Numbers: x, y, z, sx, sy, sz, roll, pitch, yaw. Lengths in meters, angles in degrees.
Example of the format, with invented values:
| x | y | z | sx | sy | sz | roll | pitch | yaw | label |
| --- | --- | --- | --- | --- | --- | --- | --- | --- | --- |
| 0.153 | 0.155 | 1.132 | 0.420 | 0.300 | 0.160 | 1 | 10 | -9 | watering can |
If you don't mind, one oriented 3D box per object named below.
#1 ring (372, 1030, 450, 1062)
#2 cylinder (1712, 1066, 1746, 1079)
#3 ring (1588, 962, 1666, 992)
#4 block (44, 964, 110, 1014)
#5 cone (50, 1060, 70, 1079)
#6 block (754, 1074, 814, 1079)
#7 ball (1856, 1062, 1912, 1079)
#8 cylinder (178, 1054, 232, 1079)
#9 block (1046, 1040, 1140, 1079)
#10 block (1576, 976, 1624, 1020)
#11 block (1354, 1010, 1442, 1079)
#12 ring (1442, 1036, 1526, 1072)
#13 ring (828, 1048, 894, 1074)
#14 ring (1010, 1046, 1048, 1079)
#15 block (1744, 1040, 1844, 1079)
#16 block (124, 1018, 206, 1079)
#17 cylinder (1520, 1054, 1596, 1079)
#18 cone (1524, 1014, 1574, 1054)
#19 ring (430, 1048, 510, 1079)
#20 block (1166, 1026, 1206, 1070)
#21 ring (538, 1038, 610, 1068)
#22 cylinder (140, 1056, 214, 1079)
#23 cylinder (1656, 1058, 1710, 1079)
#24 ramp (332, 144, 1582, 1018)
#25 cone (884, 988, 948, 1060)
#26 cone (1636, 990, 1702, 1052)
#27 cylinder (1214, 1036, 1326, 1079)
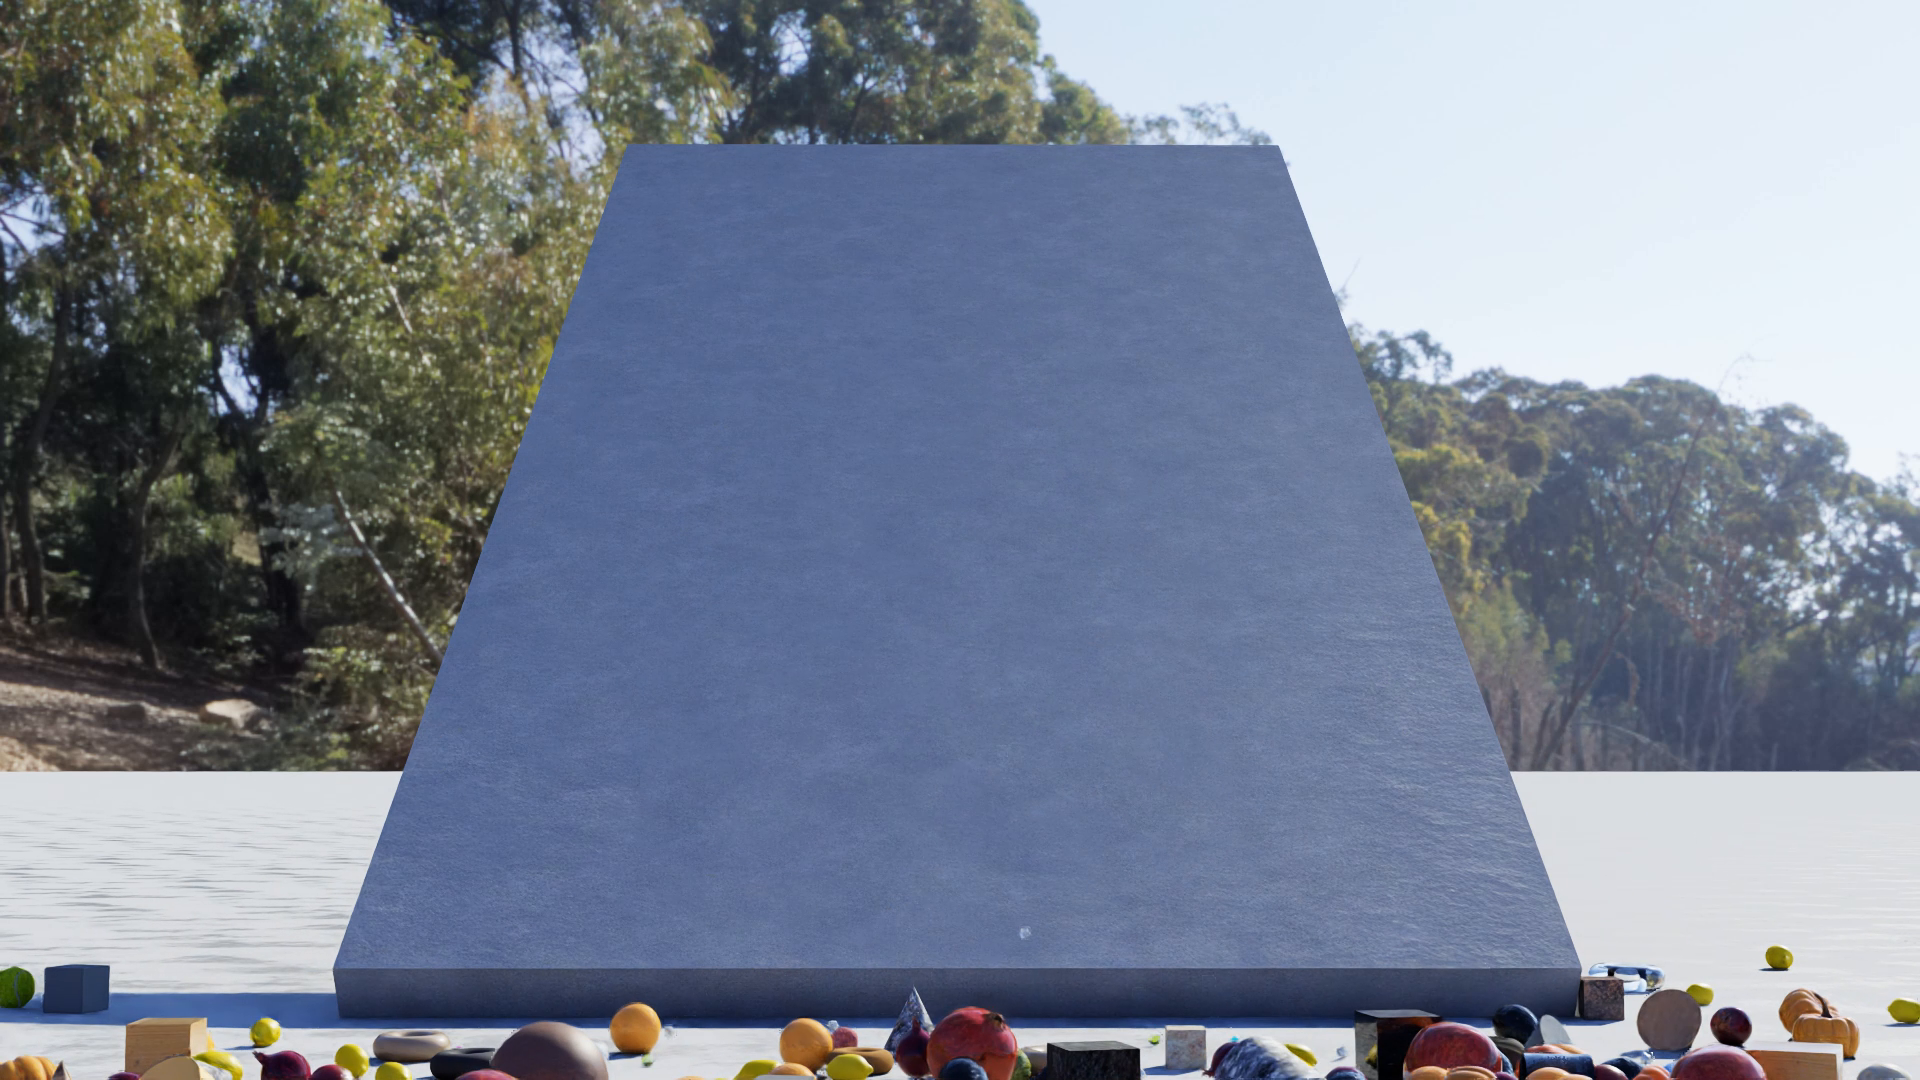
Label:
| x | y | z | sx | sy | sz | roll | pitch | yaw | label |
| --- | --- | --- | --- | --- | --- | --- | --- | --- | --- |
| -0.763 | 0.705 | 3.329 | 0.107 | 0.036 | 0.107 | 0 | -4 | 0 | ring |
| 0.907 | 0.645 | 2.789 | 0.052 | 0.052 | 0.052 | -2 | -29 | 24 | cylinder |
| 1.215 | 0.796 | 4.357 | 0.137 | 0.046 | 0.137 | 1 | -6 | 0 | ring |
| -1.469 | 0.746 | 3.977 | 0.073 | 0.073 | 0.073 | -1 | -6 | 15 | block |
| -0.962 | 0.603 | 2.555 | 0.093 | 0.093 | 0.093 | 0 | -5 | 0 | cone |
| -0.197 | 0.626 | 2.641 | 0.062 | 0.062 | 0.062 | -1 | -5 | 7 | block |
| 1.057 | 0.632 | 2.734 | 0.067 | 0.067 | 0.067 | 0 | -5 | 0 | ball |
| -0.874 | 0.626 | 2.731 | 0.061 | 0.061 | 0.061 | 32 | -24 | -36 | cylinder |
| 0.154 | 0.625 | 2.753 | 0.085 | 0.085 | 0.085 | 1 | -6 | -15 | block |
| 1.033 | 0.740 | 3.864 | 0.064 | 0.064 | 0.064 | 0 | -5 | 1 | block |
| 0.567 | 0.657 | 3.096 | 0.086 | 0.086 | 0.086 | 1 | -5 | -10 | block |
| 0.702 | 0.693 | 3.225 | 0.120 | 0.040 | 0.120 | 0 | -7 | 0 | ring |
| -0.132 | 0.694 | 3.184 | 0.089 | 0.030 | 0.089 | 1 | -6 | 0 | ring |
| 0.128 | 0.679 | 3.095 | 0.126 | 0.042 | 0.126 | 1 | -6 | 0 | ring |
| 0.926 | 0.610 | 2.652 | 0.095 | 0.095 | 0.095 | -2 | -6 | 24 | block |
| -1.016 | 0.656 | 3.060 | 0.080 | 0.080 | 0.080 | 0 | -5 | -3 | block |
| 0.688 | 0.630 | 2.755 | 0.076 | 0.076 | 0.076 | -1 | -5 | 5 | cylinder |
| 0.791 | 0.702 | 3.287 | 0.074 | 0.074 | 0.074 | -36 | -26 | 32 | cone |
| -0.641 | 0.686 | 3.131 | 0.104 | 0.035 | 0.104 | -1 | -5 | 0 | ring |
| 0.306 | 0.688 | 3.241 | 0.052 | 0.052 | 0.052 | 0 | -5 | 2 | block |
| -0.528 | 0.701 | 3.269 | 0.097 | 0.032 | 0.097 | 1 | -5 | 0 | ring |
| -0.759 | 0.568 | 2.349 | 0.087 | 0.087 | 0.087 | -3 | -44 | 28 | cylinder |
| 0.845 | 0.640 | 2.778 | 0.060 | 0.060 | 0.060 | -1 | 7 | 7 | cylinder |
| -0.012 | -0.221 | 5.609 | 2.000 | 0.100 | 4.000 | 0 | 28 | 0 | ramp |
| -0.065 | 0.677 | 3.365 | 0.097 | 0.097 | 0.097 | 0 | -5 | 0 | cone |
| 1.042 | 0.713 | 3.459 | 0.095 | 0.095 | 0.095 | -4 | -34 | 38 | cone |
| 0.328 | 0.580 | 2.483 | 0.096 | 0.096 | 0.096 | 3 | 15 | -32 | cylinder |
